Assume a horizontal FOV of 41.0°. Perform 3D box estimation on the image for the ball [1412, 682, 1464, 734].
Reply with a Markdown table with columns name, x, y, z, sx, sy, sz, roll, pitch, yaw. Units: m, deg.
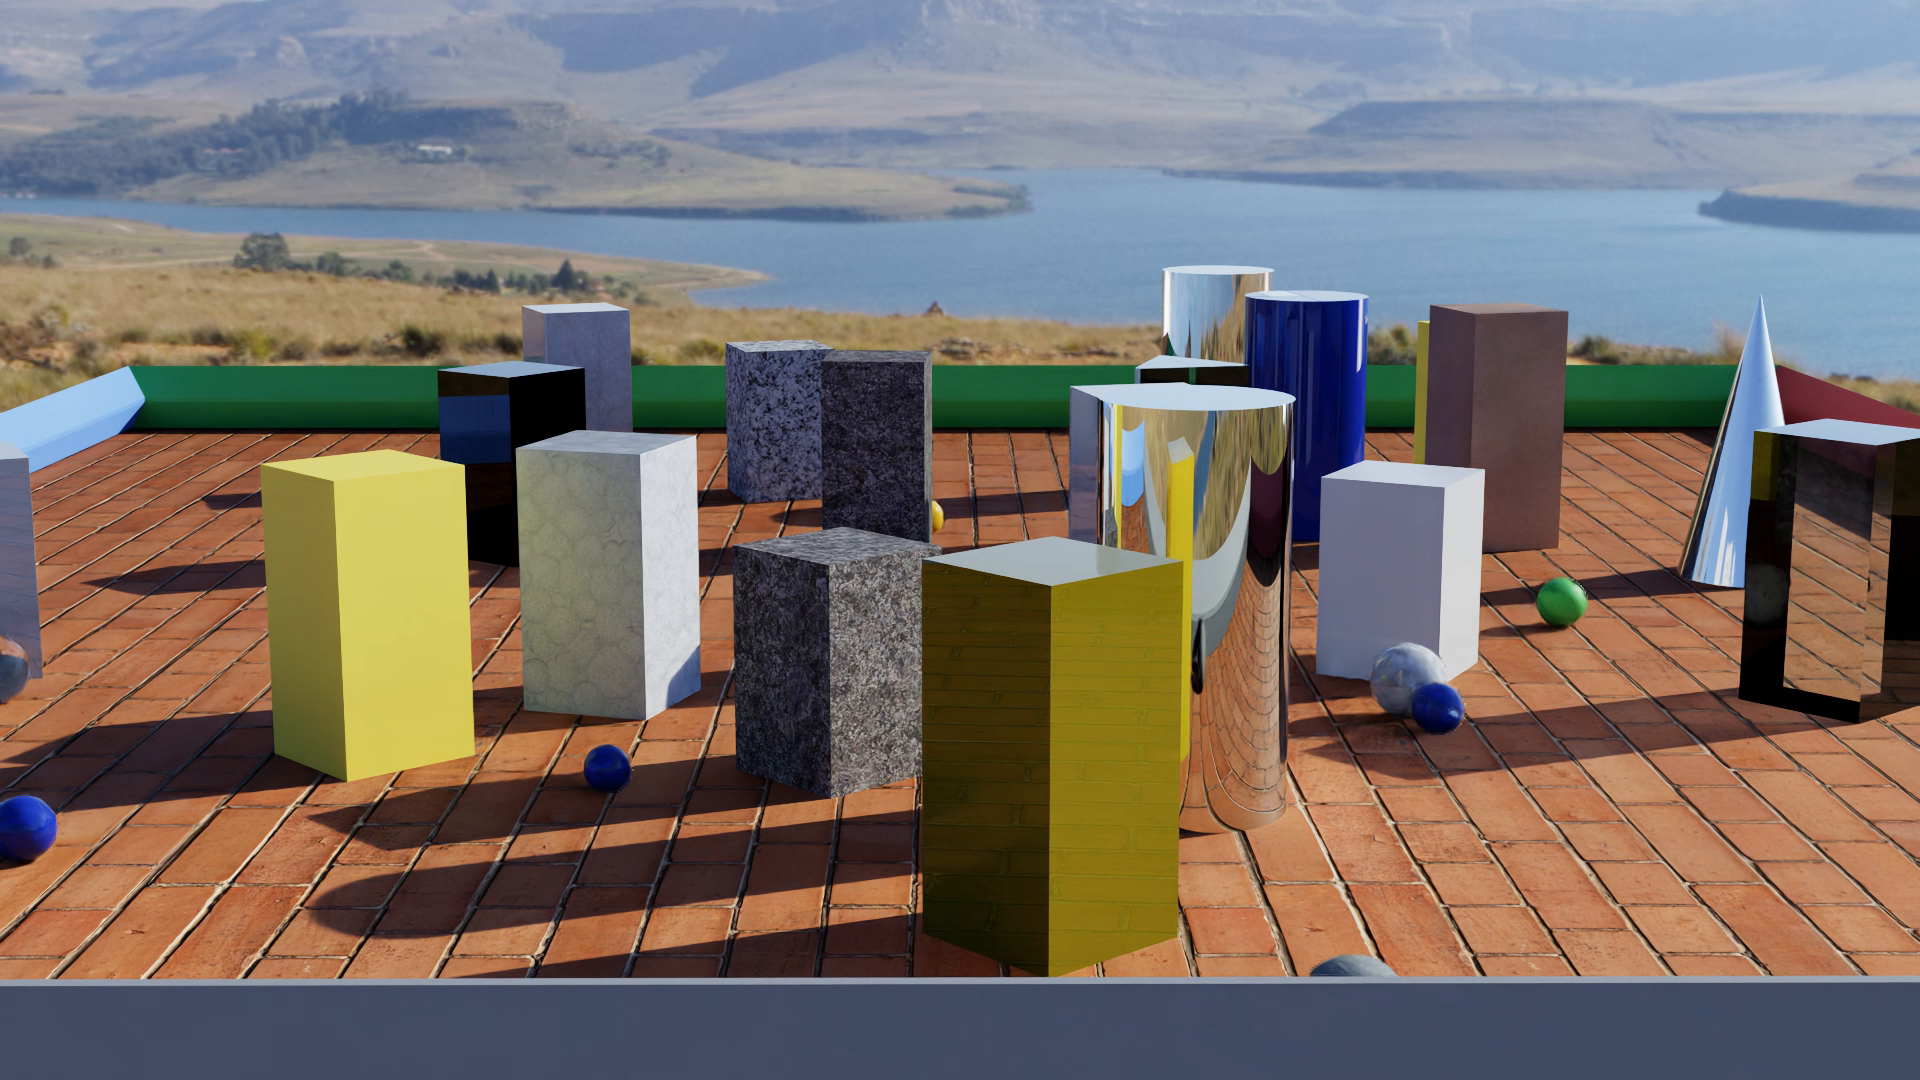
| name | x | y | z | sx | sy | sz | roll | pitch | yaw |
| --- | --- | --- | --- | --- | --- | --- | --- | --- | --- |
| ball | 0.524 | 0.184 | 2.820 | 0.056 | 0.056 | 0.056 | 0 | 11 | 0 |

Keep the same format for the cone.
| name | x | y | z | sx | sy | sz | roll | pitch | yaw |
| --- | --- | --- | --- | --- | --- | --- | --- | --- | --- |
| cone | 1.129 | -0.150 | 3.656 | 0.190 | 0.408 | 0.190 | 0 | 11 | 0 |

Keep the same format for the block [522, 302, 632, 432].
| name | x | y | z | sx | sy | sz | roll | pitch | yaw |
| --- | --- | --- | --- | --- | --- | --- | --- | --- | --- |
| block | -0.673 | -0.257 | 4.516 | 0.152 | 0.303 | 0.152 | -5 | 11 | -23 |

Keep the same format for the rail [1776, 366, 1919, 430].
| name | x | y | z | sx | sy | sz | roll | pitch | yaw |
| --- | --- | --- | --- | --- | --- | --- | --- | --- | --- |
| rail | 1.640 | 0.030 | 3.459 | 0.045 | 0.124 | 3.519 | 0 | 11 | 0 |

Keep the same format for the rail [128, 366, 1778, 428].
| name | x | y | z | sx | sy | sz | roll | pitch | yaw |
| --- | --- | --- | --- | --- | --- | --- | --- | --- | --- |
| rail | -0.010 | -0.286 | 5.156 | 3.328 | 0.124 | 0.045 | 0 | 11 | 0 |

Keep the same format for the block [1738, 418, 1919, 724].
| name | x | y | z | sx | sy | sz | roll | pitch | yaw |
| --- | --- | --- | --- | --- | --- | --- | --- | --- | --- |
| block | 1.010 | 0.031 | 2.937 | 0.152 | 0.314 | 0.152 | -9 | 14 | -40 |

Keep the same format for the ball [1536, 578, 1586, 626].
| name | x | y | z | sx | sy | sz | roll | pitch | yaw |
| --- | --- | --- | --- | --- | --- | --- | --- | --- | --- |
| ball | 0.785 | 0.082 | 3.351 | 0.063 | 0.063 | 0.063 | 0 | 11 | 0 |

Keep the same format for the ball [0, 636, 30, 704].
| name | x | y | z | sx | sy | sz | roll | pitch | yaw |
| --- | --- | --- | --- | --- | --- | --- | --- | --- | --- |
| ball | -1.110 | 0.149 | 2.947 | 0.079 | 0.079 | 0.079 | 0 | 11 | 0 |

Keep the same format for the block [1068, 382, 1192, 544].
| name | x | y | z | sx | sy | sz | roll | pitch | yaw |
| --- | --- | --- | --- | --- | --- | --- | --- | --- | --- |
| block | 0.231 | -0.024 | 3.209 | 0.152 | 0.324 | 0.152 | -3 | 11 | -15 |

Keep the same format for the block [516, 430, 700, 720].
| name | x | y | z | sx | sy | sz | roll | pitch | yaw |
| --- | --- | --- | --- | --- | --- | --- | --- | --- | --- |
| block | -0.401 | 0.037 | 2.944 | 0.152 | 0.301 | 0.152 | 3 | 11 | 18 |

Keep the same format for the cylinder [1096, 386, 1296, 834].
| name | x | y | z | sx | sy | sz | roll | pitch | yaw |
| --- | --- | --- | --- | --- | --- | --- | --- | --- | --- |
| cylinder | 0.228 | 0.063 | 2.509 | 0.190 | 0.408 | 0.190 | 0 | 11 | 0 |

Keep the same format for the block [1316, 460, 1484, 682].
| name | x | y | z | sx | sy | sz | roll | pitch | yaw |
| --- | --- | --- | --- | --- | --- | --- | --- | --- | --- |
| block | 0.533 | 0.038 | 3.103 | 0.152 | 0.240 | 0.152 | 6 | 12 | 28 |

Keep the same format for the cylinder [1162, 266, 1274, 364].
| name | x | y | z | sx | sy | sz | roll | pitch | yaw |
| --- | --- | --- | --- | --- | --- | --- | --- | --- | --- |
| cylinder | 0.440 | -0.274 | 4.401 | 0.190 | 0.378 | 0.190 | 0 | 11 | 0 |

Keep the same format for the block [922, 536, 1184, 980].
| name | x | y | z | sx | sy | sz | roll | pitch | yaw |
| --- | --- | --- | --- | --- | --- | --- | --- | --- | --- |
| block | 0.076 | 0.175 | 2.140 | 0.152 | 0.323 | 0.152 | -10 | 14 | -42 |

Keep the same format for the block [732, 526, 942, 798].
| name | x | y | z | sx | sy | sz | roll | pitch | yaw |
| --- | --- | --- | --- | --- | --- | --- | --- | --- | --- |
| block | -0.126 | 0.122 | 2.655 | 0.152 | 0.238 | 0.152 | -10 | 14 | -43 |

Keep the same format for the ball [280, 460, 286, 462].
| name | x | y | z | sx | sy | sz | roll | pitch | yaw |
| --- | --- | --- | --- | --- | --- | --- | --- | --- | --- |
| ball | -1.135 | -0.102 | 4.328 | 0.067 | 0.067 | 0.067 | 0 | 11 | 0 |

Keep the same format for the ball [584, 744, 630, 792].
| name | x | y | z | sx | sy | sz | roll | pitch | yaw |
| --- | --- | --- | --- | --- | --- | --- | --- | --- | --- |
| ball | -0.357 | 0.231 | 2.594 | 0.048 | 0.048 | 0.048 | 0 | 11 | 0 |

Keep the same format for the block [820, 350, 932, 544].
| name | x | y | z | sx | sy | sz | roll | pitch | yaw |
| --- | --- | --- | --- | --- | --- | --- | --- | --- | --- |
| block | -0.123 | -0.131 | 3.862 | 0.152 | 0.294 | 0.152 | 1 | 11 | 4 |

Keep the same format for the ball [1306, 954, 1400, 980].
| name | x | y | z | sx | sy | sz | roll | pitch | yaw |
| --- | --- | --- | --- | --- | --- | --- | --- | --- | --- |
| ball | 0.289 | 0.346 | 1.881 | 0.083 | 0.083 | 0.083 | 0 | 11 | 0 |

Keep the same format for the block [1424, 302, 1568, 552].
| name | x | y | z | sx | sy | sz | roll | pitch | yaw |
| --- | --- | --- | --- | --- | --- | --- | --- | --- | --- |
| block | 0.815 | -0.174 | 3.916 | 0.152 | 0.360 | 0.152 | -3 | 11 | -16 |

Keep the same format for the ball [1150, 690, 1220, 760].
| name | x | y | z | sx | sy | sz | roll | pitch | yaw |
| --- | --- | --- | --- | --- | --- | --- | --- | --- | --- |
| ball | 0.238 | 0.196 | 2.713 | 0.073 | 0.073 | 0.073 | 0 | 11 | 0 |

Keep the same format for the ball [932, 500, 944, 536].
| name | x | y | z | sx | sy | sz | roll | pitch | yaw |
| --- | --- | --- | --- | --- | --- | --- | --- | --- | --- |
| ball | -0.055 | -0.035 | 3.984 | 0.061 | 0.061 | 0.061 | 0 | 11 | 0 |

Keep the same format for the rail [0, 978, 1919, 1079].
| name | x | y | z | sx | sy | sz | roll | pitch | yaw |
| --- | --- | --- | --- | --- | --- | --- | --- | --- | --- |
| rail | 0.010 | 0.350 | 1.743 | 3.328 | 0.124 | 0.045 | 0 | 11 | 0 |

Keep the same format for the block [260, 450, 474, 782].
| name | x | y | z | sx | sy | sz | roll | pitch | yaw |
| --- | --- | --- | --- | --- | --- | --- | --- | --- | --- |
| block | -0.624 | 0.075 | 2.708 | 0.152 | 0.313 | 0.152 | -10 | 14 | -42 |

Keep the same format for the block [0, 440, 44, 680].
| name | x | y | z | sx | sy | sz | roll | pitch | yaw |
| --- | --- | --- | --- | --- | --- | --- | --- | --- | --- |
| block | -1.201 | 0.028 | 3.081 | 0.152 | 0.267 | 0.152 | -5 | 12 | -27 |

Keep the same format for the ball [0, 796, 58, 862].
| name | x | y | z | sx | sy | sz | roll | pitch | yaw |
| --- | --- | --- | --- | --- | --- | --- | --- | --- | --- |
| ball | -0.865 | 0.266 | 2.368 | 0.061 | 0.061 | 0.061 | 0 | 11 | 0 |

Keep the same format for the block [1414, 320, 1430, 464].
| name | x | y | z | sx | sy | sz | roll | pitch | yaw |
| --- | --- | --- | --- | --- | --- | --- | --- | --- | --- |
| block | 0.869 | -0.214 | 4.297 | 0.152 | 0.298 | 0.152 | -4 | 11 | -22 |

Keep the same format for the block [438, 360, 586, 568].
| name | x | y | z | sx | sy | sz | roll | pitch | yaw |
| --- | --- | --- | --- | --- | --- | --- | --- | --- | --- |
| block | -0.665 | -0.117 | 3.827 | 0.152 | 0.279 | 0.152 | 8 | 13 | 36 |

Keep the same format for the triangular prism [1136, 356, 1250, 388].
| name | x | y | z | sx | sy | sz | roll | pitch | yaw |
| --- | --- | --- | --- | --- | --- | --- | --- | --- | --- |
| triangular prism | 0.307 | -0.100 | 3.652 | 0.165 | 0.311 | 0.143 | -3 | 11 | -13 |

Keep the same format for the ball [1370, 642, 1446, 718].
| name | x | y | z | sx | sy | sz | roll | pitch | yaw |
| --- | --- | --- | --- | --- | --- | --- | --- | --- | --- |
| ball | 0.503 | 0.158 | 2.882 | 0.085 | 0.085 | 0.085 | 0 | 11 | 0 |

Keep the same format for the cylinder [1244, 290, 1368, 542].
| name | x | y | z | sx | sy | sz | roll | pitch | yaw |
| --- | --- | --- | --- | --- | --- | --- | --- | --- | --- |
| cylinder | 0.536 | -0.196 | 4.002 | 0.190 | 0.370 | 0.190 | 0 | 11 | 0 |

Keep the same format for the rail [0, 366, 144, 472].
| name | x | y | z | sx | sy | sz | roll | pitch | yaw |
| --- | --- | --- | --- | --- | --- | --- | --- | --- | --- |
| rail | -1.640 | 0.034 | 3.440 | 0.045 | 0.124 | 3.519 | 0 | 11 | 0 |

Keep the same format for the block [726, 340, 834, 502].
| name | x | y | z | sx | sy | sz | roll | pitch | yaw |
| --- | --- | --- | --- | --- | --- | --- | --- | --- | --- |
| block | -0.306 | -0.205 | 4.369 | 0.152 | 0.254 | 0.152 | -3 | 11 | -18 |
